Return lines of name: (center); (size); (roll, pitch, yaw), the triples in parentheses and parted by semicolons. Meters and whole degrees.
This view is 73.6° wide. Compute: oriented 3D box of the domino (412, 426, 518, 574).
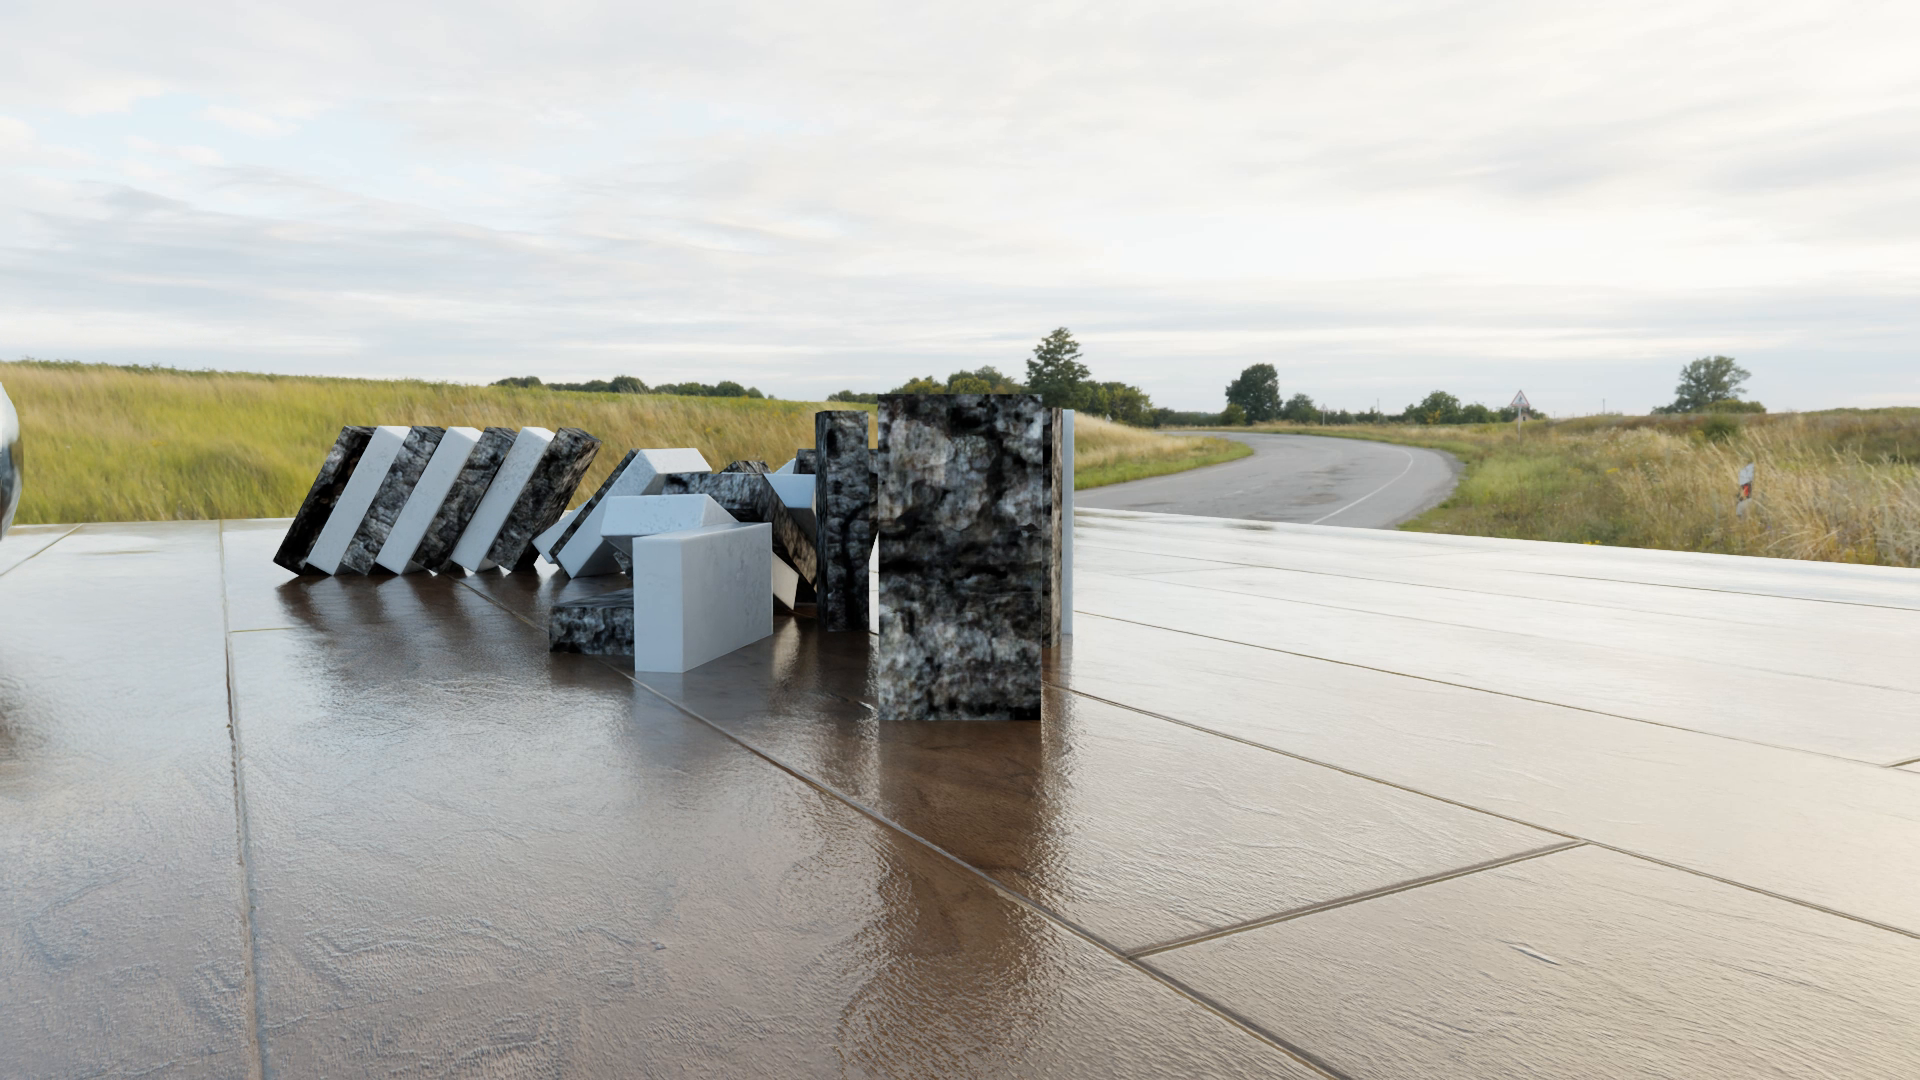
domino: (-0.163, -0.014, 0.430); (0.009, 0.050, 0.025); (30, 2, -5)

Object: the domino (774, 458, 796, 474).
domino: (-0.065, -0.007, 0.405); (0.050, 0.009, 0.025); (-36, -6, 11)

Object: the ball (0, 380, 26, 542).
ball: (-0.248, -0.018, 0.273); (0.080, 0.080, 0.080); (0, 4, 0)

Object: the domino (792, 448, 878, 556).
domino: (-0.036, -0.005, 0.363); (0.025, 0.009, 0.050); (-1, -39, -19)

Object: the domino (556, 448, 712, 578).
domino: (-0.103, -0.008, 0.406); (0.050, 0.009, 0.025); (-45, -17, 25)

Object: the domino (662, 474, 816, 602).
domino: (-0.053, 0.000, 0.323); (0.025, 0.010, 0.050); (1, -28, 16)

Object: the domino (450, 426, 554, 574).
domino: (-0.152, -0.014, 0.433); (0.010, 0.050, 0.025); (30, 3, -4)

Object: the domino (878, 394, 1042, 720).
domino: (0.000, 0.002, 0.201); (0.025, 0.050, 0.009); (0, 4, 0)

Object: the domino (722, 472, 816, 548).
domino: (-0.045, -0.001, 0.340); (0.025, 0.010, 0.050); (2, -28, 10)

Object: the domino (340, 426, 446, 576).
domino: (-0.184, -0.014, 0.426); (0.009, 0.050, 0.025); (29, 2, -5)

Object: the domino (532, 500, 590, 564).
domino: (-0.122, -0.010, 0.443); (0.050, 0.009, 0.025); (-37, 2, -5)

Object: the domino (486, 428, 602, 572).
domino: (-0.141, -0.014, 0.437); (0.010, 0.050, 0.025); (30, 3, -4)

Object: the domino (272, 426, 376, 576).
domino: (-0.206, -0.014, 0.425); (0.010, 0.050, 0.025); (29, 2, -5)

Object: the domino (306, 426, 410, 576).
domino: (-0.195, -0.014, 0.425); (0.010, 0.050, 0.025); (29, 2, -5)

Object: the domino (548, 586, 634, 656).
domino: (-0.066, 0.017, 0.283); (0.025, 0.010, 0.050); (1, 4, 13)

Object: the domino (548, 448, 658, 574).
domino: (-0.110, -0.010, 0.422); (0.050, 0.009, 0.025); (-45, -17, 23)

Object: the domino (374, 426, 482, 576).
domino: (-0.174, -0.013, 0.427); (0.010, 0.050, 0.025); (30, 2, -5)

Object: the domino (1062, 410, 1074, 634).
domino: (0.013, -0.004, 0.290); (0.025, 0.050, 0.009); (0, 4, 4)

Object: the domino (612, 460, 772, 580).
domino: (-0.083, -0.007, 0.405); (0.050, 0.009, 0.025); (-36, -4, 11)

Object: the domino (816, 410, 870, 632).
domino: (-0.028, -0.005, 0.303); (0.010, 0.050, 0.025); (-1, 4, -12)

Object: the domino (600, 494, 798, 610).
domino: (-0.060, 0.004, 0.305); (0.025, 0.009, 0.050); (-1, -23, 18)

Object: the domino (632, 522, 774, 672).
domino: (-0.051, 0.010, 0.263); (0.009, 0.025, 0.050); (1, 4, 11)

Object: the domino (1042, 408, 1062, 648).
domino: (0.008, -0.003, 0.273); (0.025, 0.050, 0.009); (1, 4, 17)
